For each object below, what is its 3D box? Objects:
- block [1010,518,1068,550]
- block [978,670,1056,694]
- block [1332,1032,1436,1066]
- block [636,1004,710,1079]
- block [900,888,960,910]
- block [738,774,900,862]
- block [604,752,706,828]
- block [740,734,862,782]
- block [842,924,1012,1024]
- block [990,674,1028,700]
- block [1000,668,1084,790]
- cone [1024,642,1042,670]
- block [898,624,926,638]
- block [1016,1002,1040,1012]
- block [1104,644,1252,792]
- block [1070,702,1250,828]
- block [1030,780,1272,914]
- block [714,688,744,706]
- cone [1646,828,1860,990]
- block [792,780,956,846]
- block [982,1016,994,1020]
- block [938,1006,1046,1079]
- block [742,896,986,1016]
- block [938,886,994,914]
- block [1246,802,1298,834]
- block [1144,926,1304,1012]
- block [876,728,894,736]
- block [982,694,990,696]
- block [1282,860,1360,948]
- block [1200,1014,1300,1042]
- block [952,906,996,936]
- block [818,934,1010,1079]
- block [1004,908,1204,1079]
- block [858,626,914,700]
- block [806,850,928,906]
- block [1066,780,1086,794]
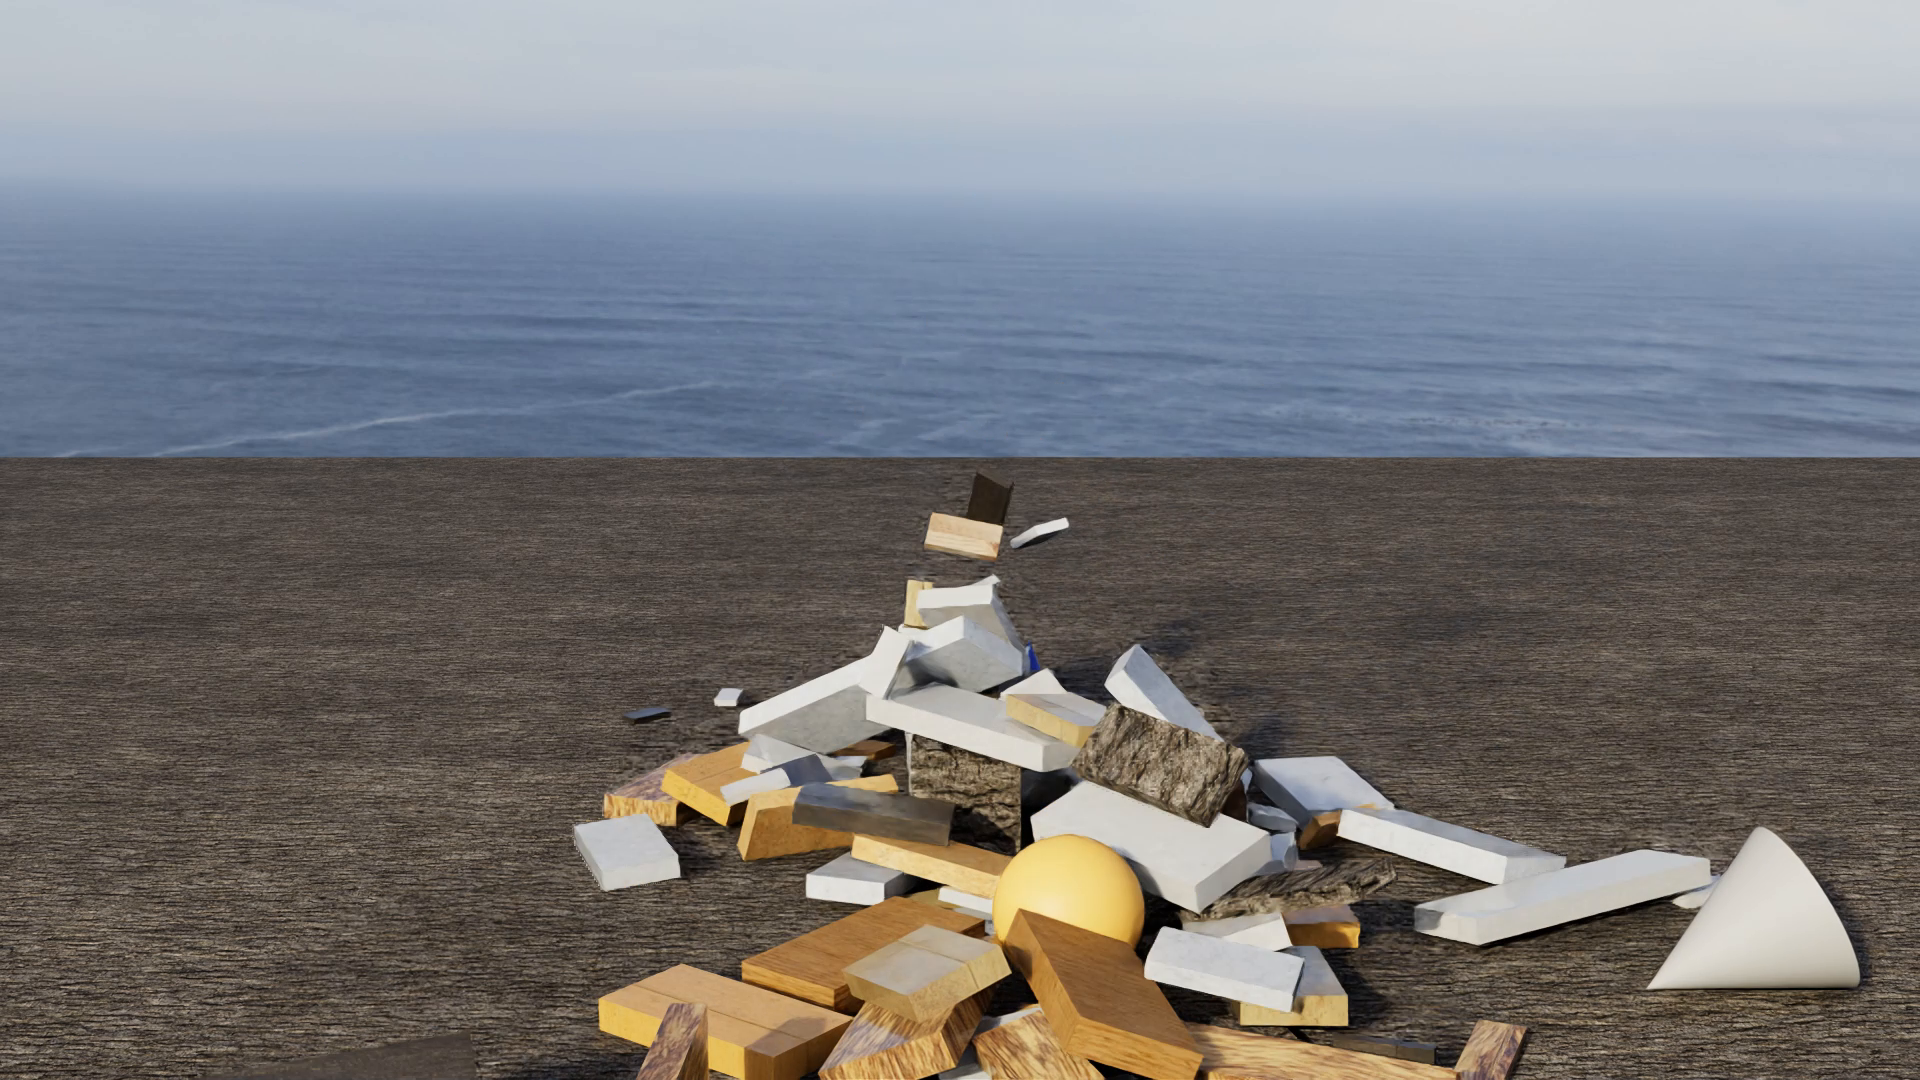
[{"bbox_3d":[0.167,-0.012,4.638,0.075,0.021,0.149,-15,-7,-21],"label":"block"},{"bbox_3d":[0.060,0.282,4.330,0.131,0.037,0.263,-9,-7,35],"label":"block"},{"bbox_3d":[0.562,0.696,2.916,0.133,0.067,0.019,3,10,19],"label":"block"},{"bbox_3d":[-0.351,0.698,2.633,0.047,0.166,0.332,0,11,3],"label":"block"},{"bbox_3d":[-0.060,0.595,3.584,0.141,0.020,0.071,-5,11,-27],"label":"block"},{"bbox_3d":[-0.248,0.487,3.861,0.266,0.133,0.038,-5,44,-26],"label":"block"},{"bbox_3d":[-0.527,0.472,4.183,0.153,0.043,0.306,4,11,23],"label":"block"},{"bbox_3d":[-0.299,0.433,4.176,0.216,0.031,0.108,18,17,1],"label":"block"},{"bbox_3d":[-0.051,0.596,3.039,0.144,0.041,0.287,-25,5,-20],"label":"block"},{"bbox_3d":[0.092,0.306,4.205,0.022,0.079,0.158,-29,33,32],"label":"block"},{"bbox_3d":[0.213,0.387,4.049,0.108,0.031,0.331,-26,63,-27],"label":"block"},{"bbox_3d":[0.142,0.301,4.659,0.177,0.177,0.177,4,1,0],"label":"cone"},{"bbox_3d":[-0.025,0.272,4.773,0.155,0.044,0.311,3,-26,14],"label":"block"},{"bbox_3d":[0.097,0.683,3.016,0.063,0.018,0.127,0,26,20],"label":"block"},{"bbox_3d":[0.405,0.351,4.055,0.047,0.328,0.164,-41,2,20],"label":"block"},{"bbox_3d":[0.315,0.353,3.474,0.257,0.036,0.129,18,63,39],"label":"block"},{"bbox_3d":[0.295,0.464,3.431,0.173,0.049,0.346,-28,30,-35],"label":"block"},{"bbox_3d":[-0.516,0.351,4.916,0.048,0.014,0.096,1,11,4],"label":"block"},{"bbox_3d":[1.135,0.605,3.262,0.265,0.265,0.265,-27,12,-1],"label":"cone"},{"bbox_3d":[-0.144,0.461,3.716,0.262,0.037,0.131,8,10,2],"label":"block"},{"bbox_3d":[0.040,0.690,3.082,0.127,0.018,0.063,5,12,27],"label":"block"},{"bbox_3d":[0.069,0.678,2.962,0.209,0.030,0.104,-13,18,-2],"label":"block"},{"bbox_3d":[-0.141,0.629,3.323,0.179,0.051,0.357,8,13,37],"label":"block"},{"bbox_3d":[0.042,0.583,3.531,0.141,0.020,0.071,13,-3,12],"label":"block"},{"bbox_3d":[0.551,0.499,3.969,0.083,0.023,0.166,13,0,-2],"label":"block"},{"bbox_3d":[0.367,0.594,3.051,0.204,0.029,0.102,11,21,15],"label":"block"},{"bbox_3d":[-0.161,0.377,4.650,0.051,0.015,0.103,-7,31,15],"label":"block"},{"bbox_3d":[0.040,0.333,4.436,0.131,0.037,0.263,-3,-6,-13],"label":"block"},{"bbox_3d":[0.539,0.588,3.563,0.148,0.042,0.295,-1,11,-3],"label":"block"},{"bbox_3d":[0.413,0.699,2.999,0.102,0.029,0.203,-3,11,-15],"label":"block"},{"bbox_3d":[0.038,0.613,3.489,0.071,0.020,0.141,-10,14,-43],"label":"block"},{"bbox_3d":[-0.056,0.651,3.010,0.179,0.051,0.357,-22,5,16],"label":"block"},{"bbox_3d":[0.189,0.615,2.977,0.179,0.051,0.357,20,8,-15],"label":"block"},{"bbox_3d":[-0.132,0.222,3.963,0.060,0.120,0.017,26,2,34],"label":"block"},{"bbox_3d":[-0.144,0.556,3.665,0.133,0.038,0.266,4,5,18],"label":"block"},{"bbox_3d":[0.280,0.466,3.915,0.133,0.038,0.266,32,40,24],"label":"block"}]
